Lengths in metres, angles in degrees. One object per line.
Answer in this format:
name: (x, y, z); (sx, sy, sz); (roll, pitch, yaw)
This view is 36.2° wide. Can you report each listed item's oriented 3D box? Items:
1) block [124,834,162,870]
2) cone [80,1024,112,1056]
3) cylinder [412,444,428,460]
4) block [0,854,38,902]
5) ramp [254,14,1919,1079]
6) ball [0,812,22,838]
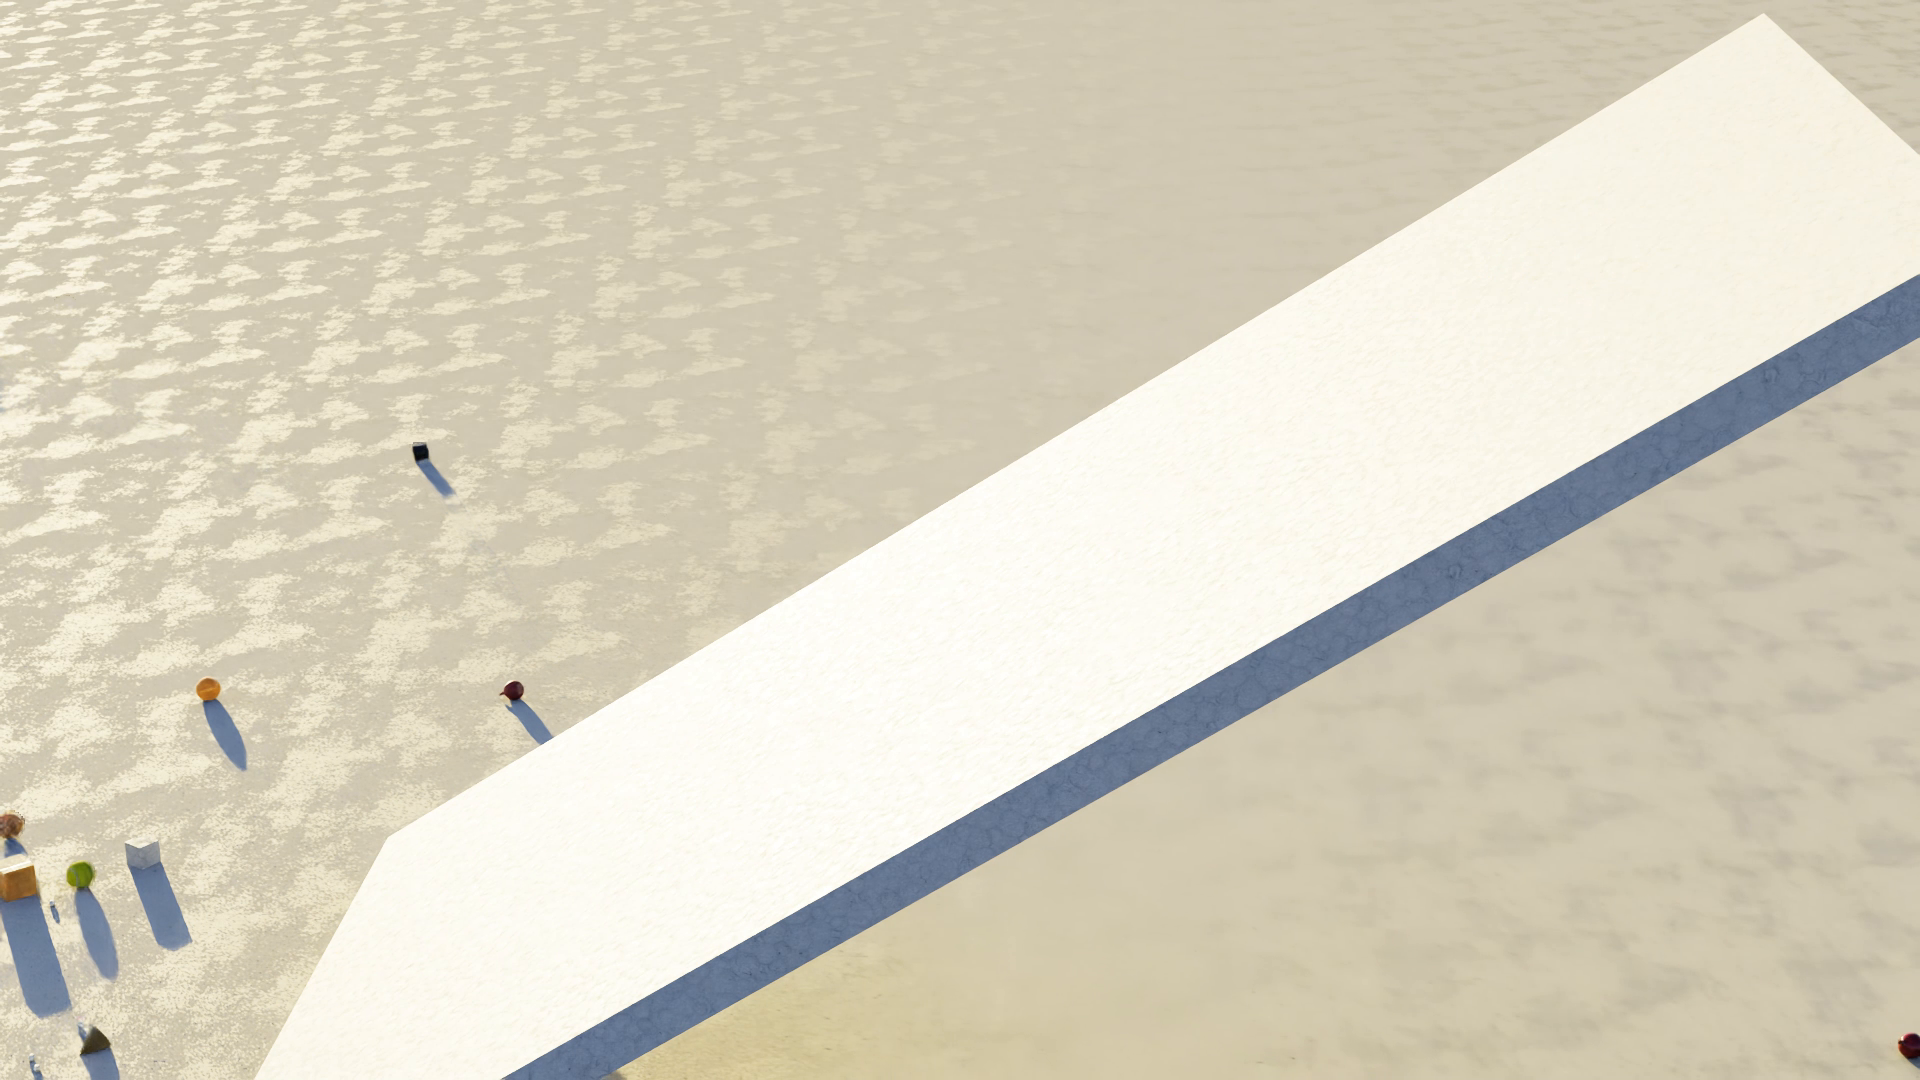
block: (-2.149, 0.820, 7.734); (0.062, 0.062, 0.062); (14, 25, 34)
cone: (-2.019, 1.172, 6.824); (0.067, 0.067, 0.067); (19, 54, 41)
cylinder: (-1.991, -0.324, 10.845); (0.053, 0.053, 0.053); (-7, 21, -19)
block: (-2.434, 0.870, 7.569); (0.082, 0.082, 0.082); (-16, 26, -37)
ramp: (0.139, 0.171, 6.295); (4.000, 0.100, 2.000); (-31, 15, 14)
ball: (-2.545, 0.765, 7.873); (0.069, 0.069, 0.069); (0, 20, 0)
